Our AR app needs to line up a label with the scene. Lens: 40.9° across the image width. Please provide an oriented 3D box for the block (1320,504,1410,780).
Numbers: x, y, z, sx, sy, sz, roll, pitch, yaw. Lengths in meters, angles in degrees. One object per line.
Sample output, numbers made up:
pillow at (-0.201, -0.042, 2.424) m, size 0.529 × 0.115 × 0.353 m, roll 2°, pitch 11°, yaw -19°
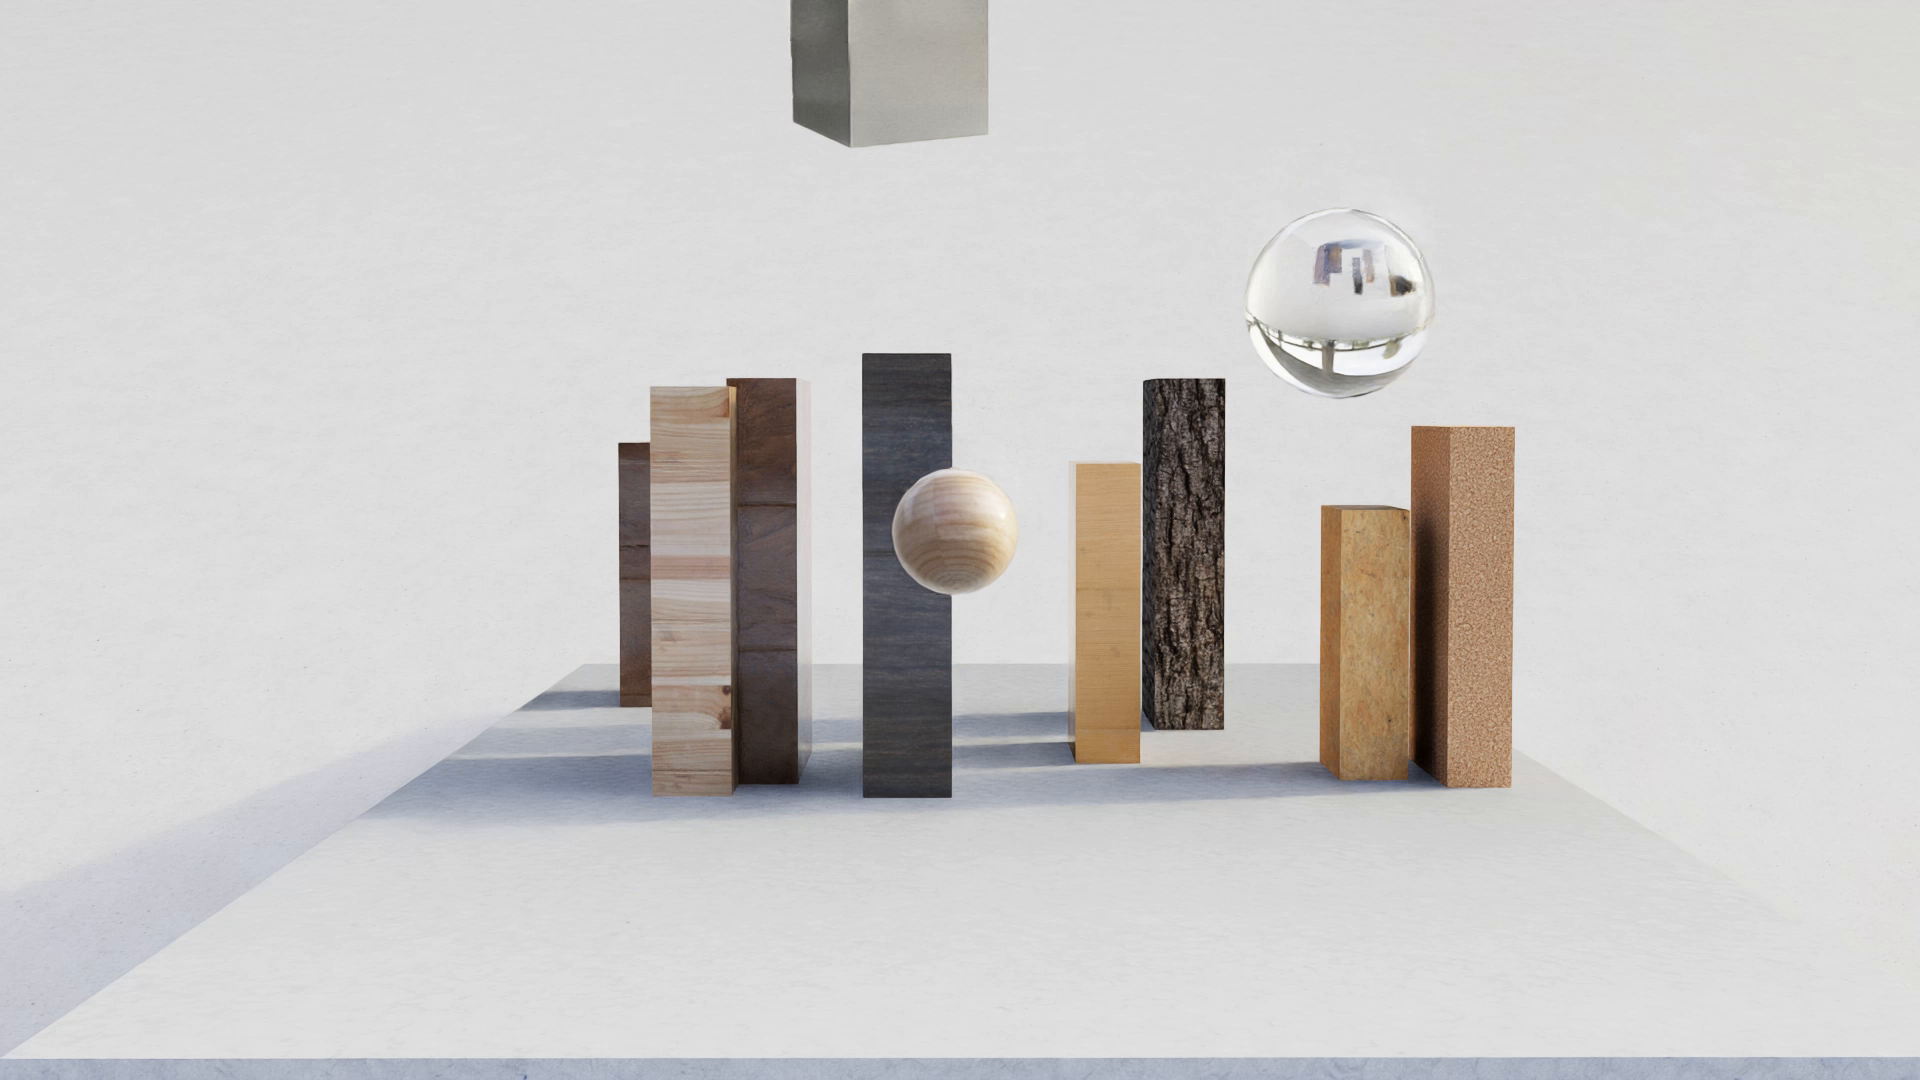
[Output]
block at (0.715, 0.176, 4.557) m, size 0.118 × 0.468 × 0.248 m, roll 0°, pitch 3°, yaw 0°

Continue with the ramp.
ramp at (0.051, 0.462, 4.533) m, size 2.000 × 0.100 × 4.000 m, roll 0°, pitch 3°, yaw 0°

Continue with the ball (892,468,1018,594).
ball at (-0.004, -0.008, 2.323) m, size 0.114 × 0.114 × 0.114 m, roll 0°, pitch 22°, yaw 0°

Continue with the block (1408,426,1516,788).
block at (0.879, 0.105, 4.526) m, size 0.109 × 0.611 × 0.372 m, roll 0°, pitch 3°, yaw 0°

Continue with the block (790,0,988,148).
block at (-0.074, -0.500, 2.649) m, size 0.153 × 0.153 × 0.153 m, roll -10°, pitch 22°, yaw -24°

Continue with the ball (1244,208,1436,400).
ball at (0.413, -0.257, 2.801) m, size 0.207 × 0.207 × 0.207 m, roll 0°, pitch 22°, yaw 0°

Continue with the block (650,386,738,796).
block at (-0.445, 0.077, 4.441) m, size 0.131 × 0.679 × 0.391 m, roll 0°, pitch 3°, yaw 0°

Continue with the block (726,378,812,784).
block at (-0.338, 0.061, 4.610) m, size 0.119 × 0.694 × 0.445 m, roll 0°, pitch 3°, yaw 0°

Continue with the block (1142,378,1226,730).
block at (0.460, 0.020, 5.320) m, size 0.139 × 0.704 × 0.361 m, roll 0°, pitch 3°, yaw 0°

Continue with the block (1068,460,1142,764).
block at (0.268, 0.126, 4.806) m, size 0.118 × 0.543 × 0.308 m, roll 0°, pitch 3°, yaw 0°

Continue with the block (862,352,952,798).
block at (-0.087, 0.051, 4.415) m, size 0.147 × 0.733 × 0.377 m, roll 0°, pitch 3°, yaw 0°

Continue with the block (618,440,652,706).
block at (-0.691, 0.067, 5.730) m, size 0.090 × 0.572 × 0.356 m, roll 0°, pitch 3°, yaw 0°
